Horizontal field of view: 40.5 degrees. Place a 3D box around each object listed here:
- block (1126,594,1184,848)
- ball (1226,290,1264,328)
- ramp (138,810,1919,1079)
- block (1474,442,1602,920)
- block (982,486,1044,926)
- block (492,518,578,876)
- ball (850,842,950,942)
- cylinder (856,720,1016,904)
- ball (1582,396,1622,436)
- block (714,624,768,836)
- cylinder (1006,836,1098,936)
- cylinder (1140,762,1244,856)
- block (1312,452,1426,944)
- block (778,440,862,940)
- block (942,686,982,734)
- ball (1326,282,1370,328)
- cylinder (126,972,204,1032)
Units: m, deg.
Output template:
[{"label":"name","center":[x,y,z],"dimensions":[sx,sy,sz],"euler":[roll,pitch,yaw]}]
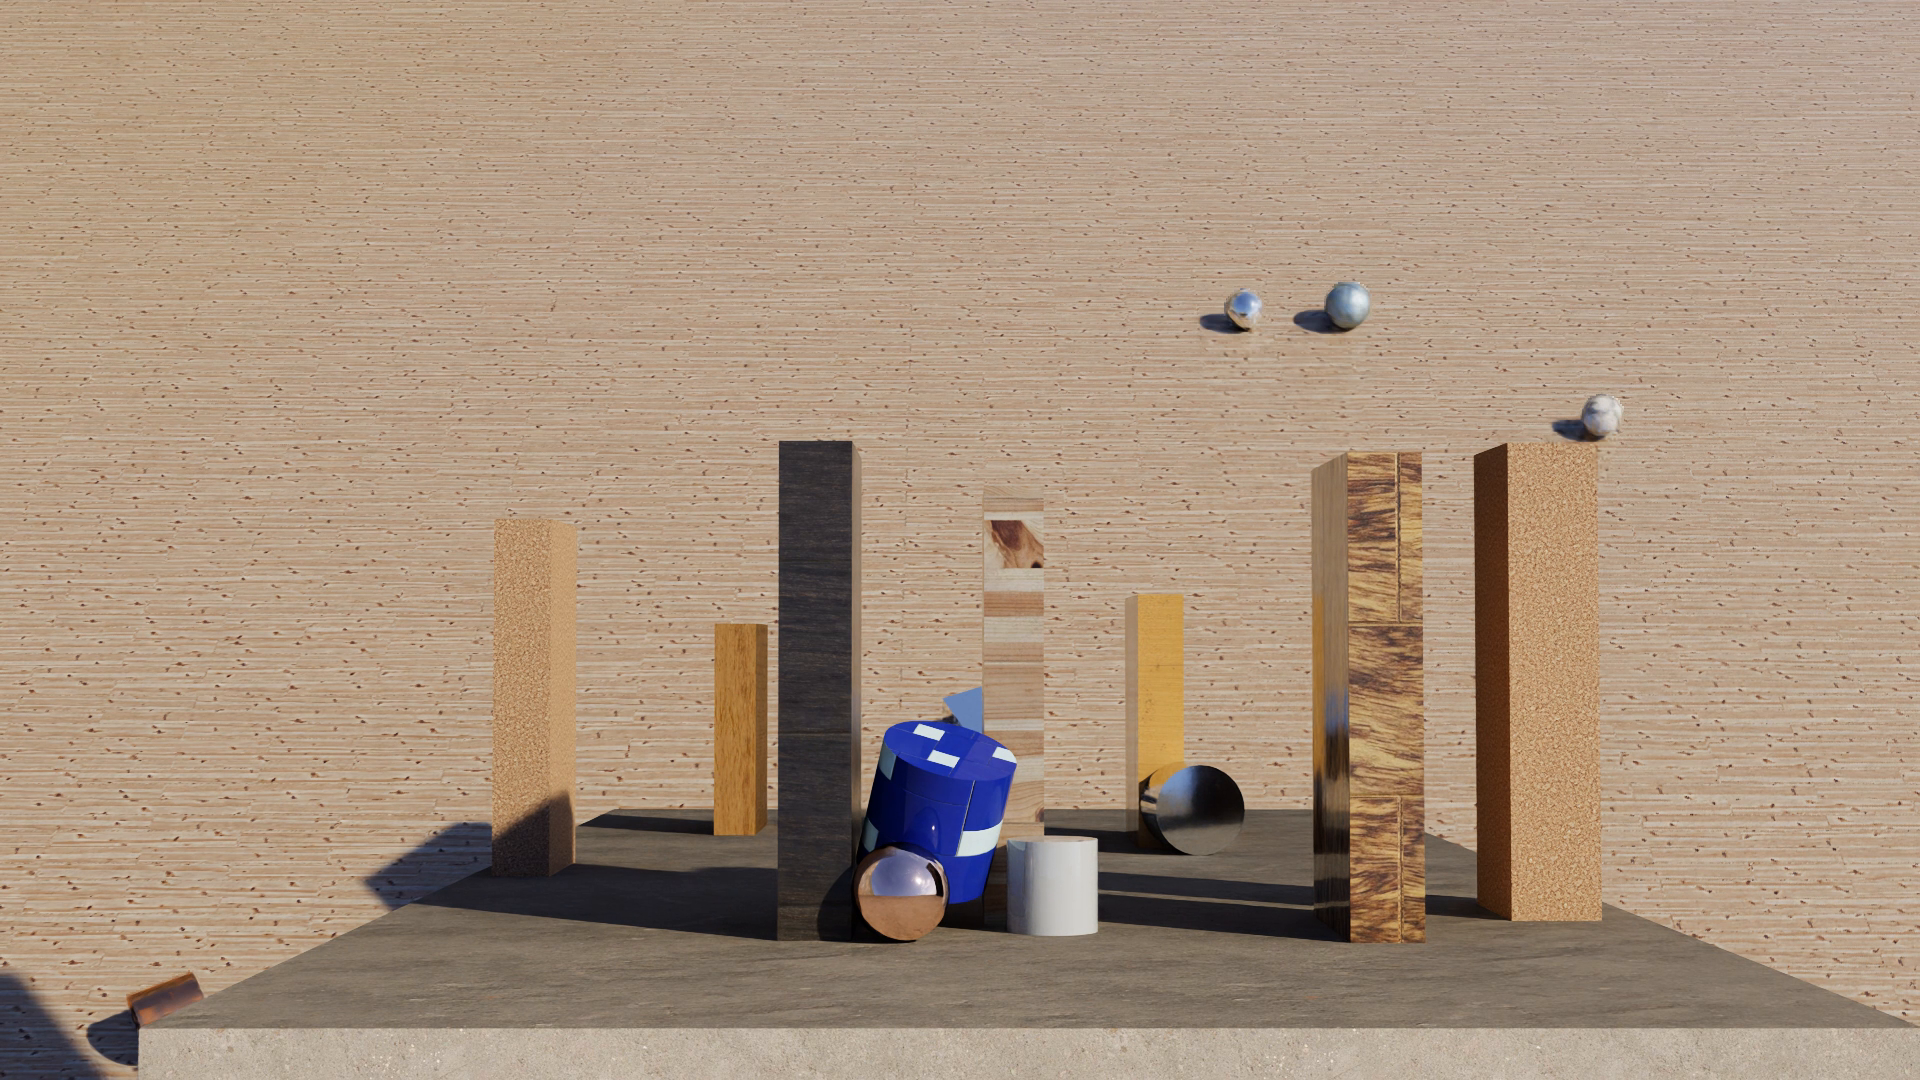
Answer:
[{"label":"block","center":[0.429,0.396,5.766],"dimensions":[0.097,0.541,0.435],"euler":[0,-2,0]},{"label":"ball","center":[0.980,-0.793,8.958],"dimensions":[0.132,0.132,0.132],"euler":[0,37,0]},{"label":"ramp","center":[0.081,0.681,4.908],"dimensions":[2.000,0.100,4.000],"euler":[0,-2,0]},{"label":"block","center":[0.933,0.226,4.215],"dimensions":[0.141,0.749,0.271],"euler":[0,-2,0]},{"label":"block","center":[0.083,0.263,4.206],"dimensions":[0.092,0.677,0.406],"euler":[0,-2,0]},{"label":"block","center":[-0.821,0.301,5.033],"dimensions":[0.107,0.669,0.327],"euler":[0,-2,0]},{"label":"ball","center":[-0.087,0.511,3.777],"dimensions":[0.145,0.145,0.145],"euler":[0,37,0]},{"label":"cylinder","center":[-0.036,0.409,3.923],"dimensions":[0.204,0.204,0.204],"euler":[12,18,-4]},{"label":"ball","center":[2.081,-0.401,8.431],"dimensions":[0.130,0.130,0.130],"euler":[0,37,0]},{"label":"block","center":[-0.515,0.440,6.132],"dimensions":[0.095,0.483,0.365],"euler":[0,-2,0]},{"label":"cylinder","center":[0.139,0.520,3.924],"dimensions":[0.138,0.138,0.138],"euler":[0,-2,0]},{"label":"cylinder","center":[0.486,0.560,5.449],"dimensions":[0.186,0.186,0.186],"euler":[-4,-2,-6]},{"label":"block","center":[0.618,0.235,3.968],"dimensions":[0.108,0.711,0.392],"euler":[0,-2,0]},{"label":"block","center":[-0.212,0.227,3.987],"dimensions":[0.108,0.730,0.375],"euler":[0,-2,0]},{"label":"block","center":[0.067,0.528,7.144],"dimensions":[0.174,0.174,0.174],"euler":[-16,39,-20]},{"label":"ball","center":[1.336,-0.808,8.958],"dimensions":[0.155,0.155,0.155],"euler":[0,37,0]},{"label":"cylinder","center":[-1.917,1.153,6.315],"dimensions":[0.158,0.158,0.158],"euler":[-19,41,-24]}]
